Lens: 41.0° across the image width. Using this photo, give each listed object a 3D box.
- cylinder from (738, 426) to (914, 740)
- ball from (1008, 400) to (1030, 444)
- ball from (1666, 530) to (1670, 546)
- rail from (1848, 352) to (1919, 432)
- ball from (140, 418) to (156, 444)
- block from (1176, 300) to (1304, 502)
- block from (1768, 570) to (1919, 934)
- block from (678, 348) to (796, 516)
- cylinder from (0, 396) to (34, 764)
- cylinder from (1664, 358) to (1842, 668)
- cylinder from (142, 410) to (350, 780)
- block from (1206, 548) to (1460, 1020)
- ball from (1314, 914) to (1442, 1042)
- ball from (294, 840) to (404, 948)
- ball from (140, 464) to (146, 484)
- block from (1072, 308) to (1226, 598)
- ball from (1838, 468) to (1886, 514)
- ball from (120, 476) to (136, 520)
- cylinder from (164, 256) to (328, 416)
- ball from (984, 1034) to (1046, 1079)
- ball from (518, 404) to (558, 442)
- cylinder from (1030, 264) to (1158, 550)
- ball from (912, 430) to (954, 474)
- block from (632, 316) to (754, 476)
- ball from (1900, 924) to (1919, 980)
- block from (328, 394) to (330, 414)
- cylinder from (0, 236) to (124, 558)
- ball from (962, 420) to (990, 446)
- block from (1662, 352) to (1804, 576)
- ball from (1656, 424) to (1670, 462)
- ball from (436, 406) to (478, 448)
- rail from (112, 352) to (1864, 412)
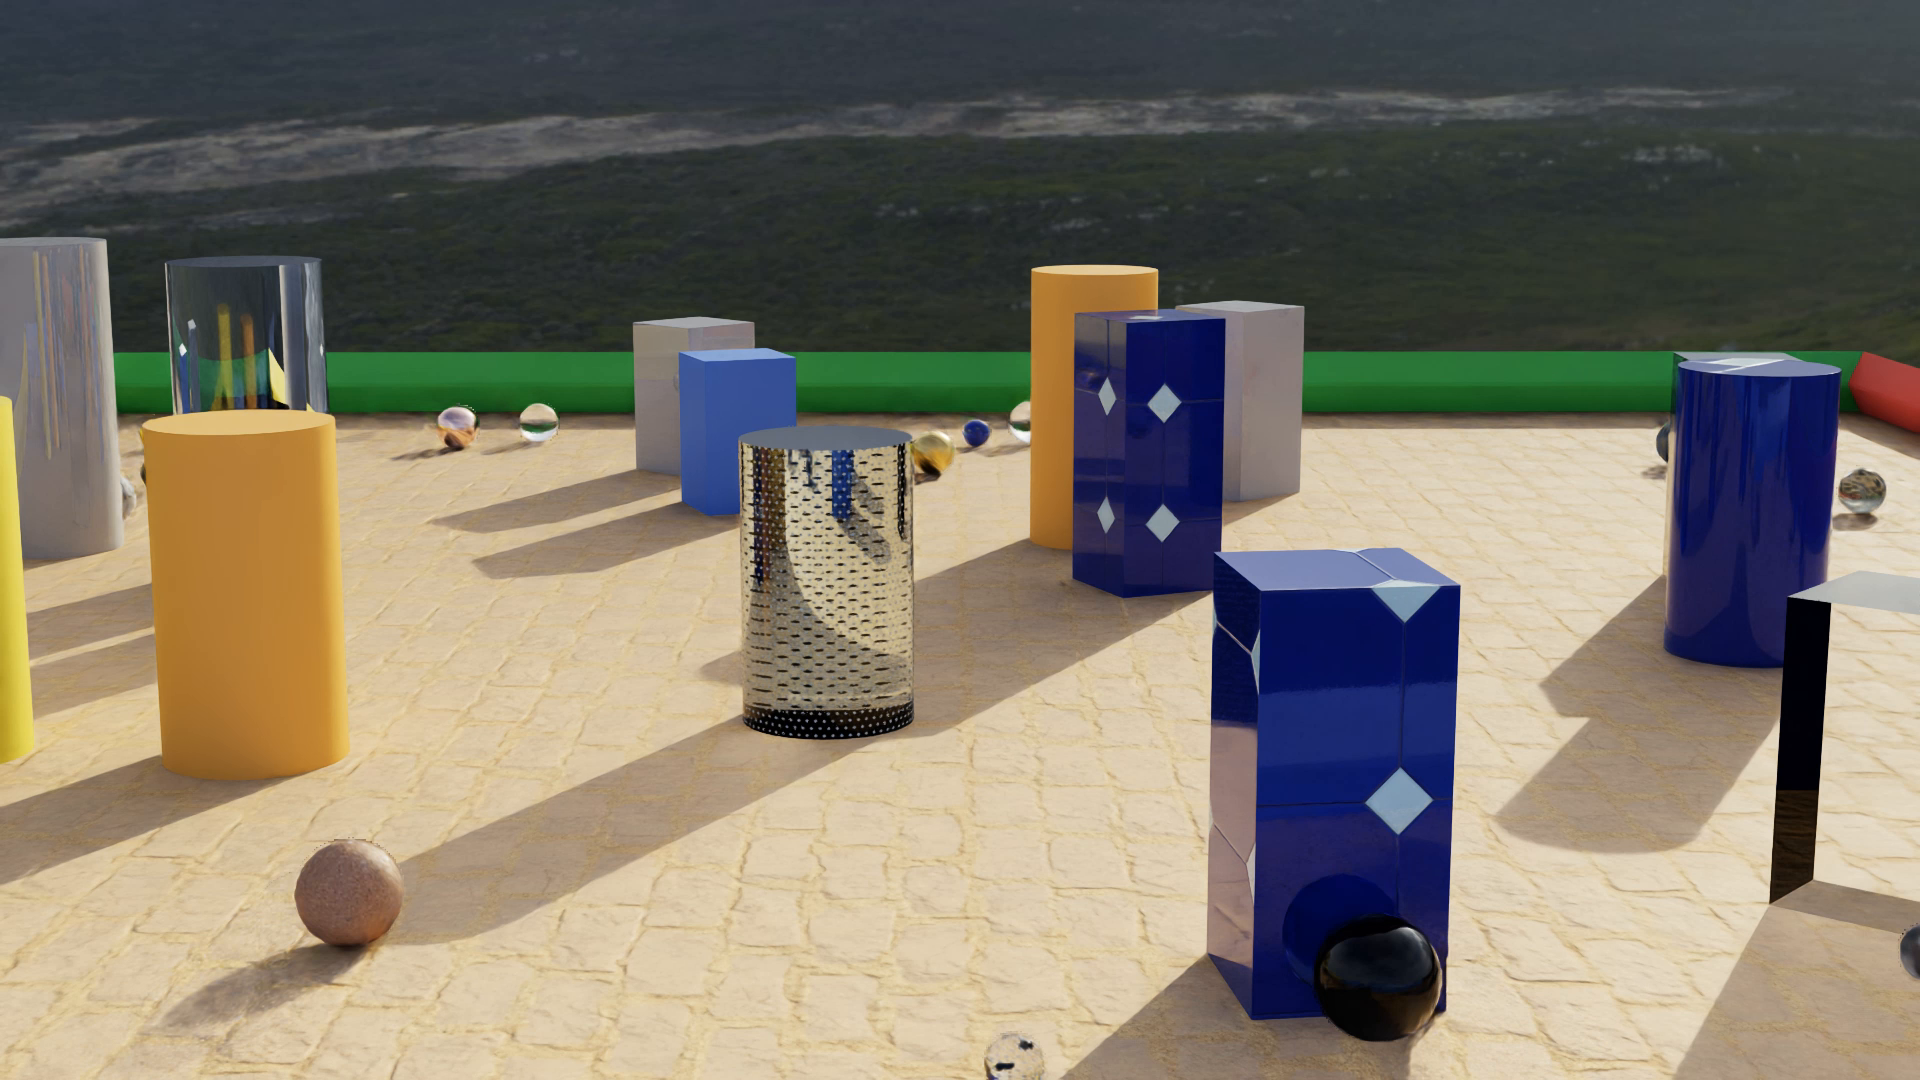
[{"bbox_3d":[-0.148,0.044,2.865,0.193,0.319,0.193,0,11,0],"label":"cylinder"},{"bbox_3d":[0.136,-0.229,4.981,0.082,0.082,0.082,0,11,0],"label":"ball"},{"bbox_3d":[1.081,0.000,3.831,0.053,0.053,0.053,0,11,0],"label":"ball"},{"bbox_3d":[1.900,0.030,3.460,0.045,0.126,4.015,0,11,0],"label":"rail"},{"bbox_3d":[-1.534,-0.202,4.894,0.060,0.060,0.060,0,11,0],"label":"ball"},{"bbox_3d":[0.476,-0.240,4.390,0.155,0.320,0.155,-9,14,-41],"label":"block"},{"bbox_3d":[0.818,0.183,2.232,0.155,0.276,0.155,9,14,40],"label":"block"},{"bbox_3d":[-0.369,-0.182,4.260,0.155,0.253,0.155,-4,11,-21],"label":"block"},{"bbox_3d":[-1.094,0.043,2.715,0.193,0.375,0.193,0,11,0],"label":"cylinder"},{"bbox_3d":[0.983,-0.037,3.191,0.193,0.358,0.193,0,11,0],"label":"cylinder"},{"bbox_3d":[-0.750,0.053,2.704,0.193,0.359,0.193,0,11,0],"label":"cylinder"},{"bbox_3d":[0.291,0.188,2.033,0.155,0.338,0.155,-1,11,-7],"label":"block"},{"bbox_3d":[0.315,0.330,1.934,0.096,0.096,0.096,0,11,0],"label":"ball"},{"bbox_3d":[-0.510,0.295,2.141,0.088,0.088,0.088,0,11,0],"label":"ball"},{"bbox_3d":[-1.383,-0.116,4.430,0.062,0.062,0.062,0,11,0],"label":"ball"},{"bbox_3d":[0.264,-0.125,3.605,0.155,0.380,0.155,-5,12,-24],"label":"block"},{"bbox_3d":[1.476,-0.080,4.198,0.075,0.075,0.075,0,11,0],"label":"ball"},{"bbox_3d":[-1.358,-0.065,4.087,0.087,0.087,0.087,0,11,0],"label":"ball"},{"bbox_3d":[-0.914,-0.121,3.318,0.193,0.477,0.193,0,11,0],"label":"cylinder"},{"bbox_3d":[0.039,0.375,1.834,0.043,0.043,0.043,0,11,0],"label":"ball"},{"bbox_3d":[-0.820,-0.228,4.992,0.076,0.076,0.076,0,11,0],"label":"ball"},{"bbox_3d":[0.205,-0.206,3.940,0.193,0.417,0.193,0,11,0],"label":"cylinder"},{"bbox_3d":[-0.049,-0.158,4.609,0.078,0.078,0.078,0,11,0],"label":"ball"},{"bbox_3d":[-0.480,-0.261,4.650,0.155,0.267,0.155,10,15,43],"label":"block"},{"bbox_3d":[0.779,0.332,2.059,0.047,0.047,0.047,0,11,0],"label":"ball"},{"bbox_3d":[-0.996,-0.079,3.693,0.155,0.258,0.155,0,11,-3],"label":"block"},{"bbox_3d":[-1.376,-0.218,3.874,0.193,0.464,0.193,0,11,0],"label":"cylinder"},{"bbox_3d":[0.032,-0.206,4.936,0.052,0.052,0.052,0,11,0],"label":"ball"},{"bbox_3d":[1.088,-0.094,3.597,0.155,0.322,0.155,0,11,2],"label":"block"},{"bbox_3d":[1.317,-0.177,4.706,0.081,0.081,0.081,0,11,0],"label":"ball"},{"bbox_3d":[-0.964,-0.216,4.918,0.080,0.080,0.080,0,11,0],"label":"ball"},{"bbox_3d":[-0.011,-0.330,5.400,3.847,0.126,0.045,0,11,0],"label":"rail"}]
